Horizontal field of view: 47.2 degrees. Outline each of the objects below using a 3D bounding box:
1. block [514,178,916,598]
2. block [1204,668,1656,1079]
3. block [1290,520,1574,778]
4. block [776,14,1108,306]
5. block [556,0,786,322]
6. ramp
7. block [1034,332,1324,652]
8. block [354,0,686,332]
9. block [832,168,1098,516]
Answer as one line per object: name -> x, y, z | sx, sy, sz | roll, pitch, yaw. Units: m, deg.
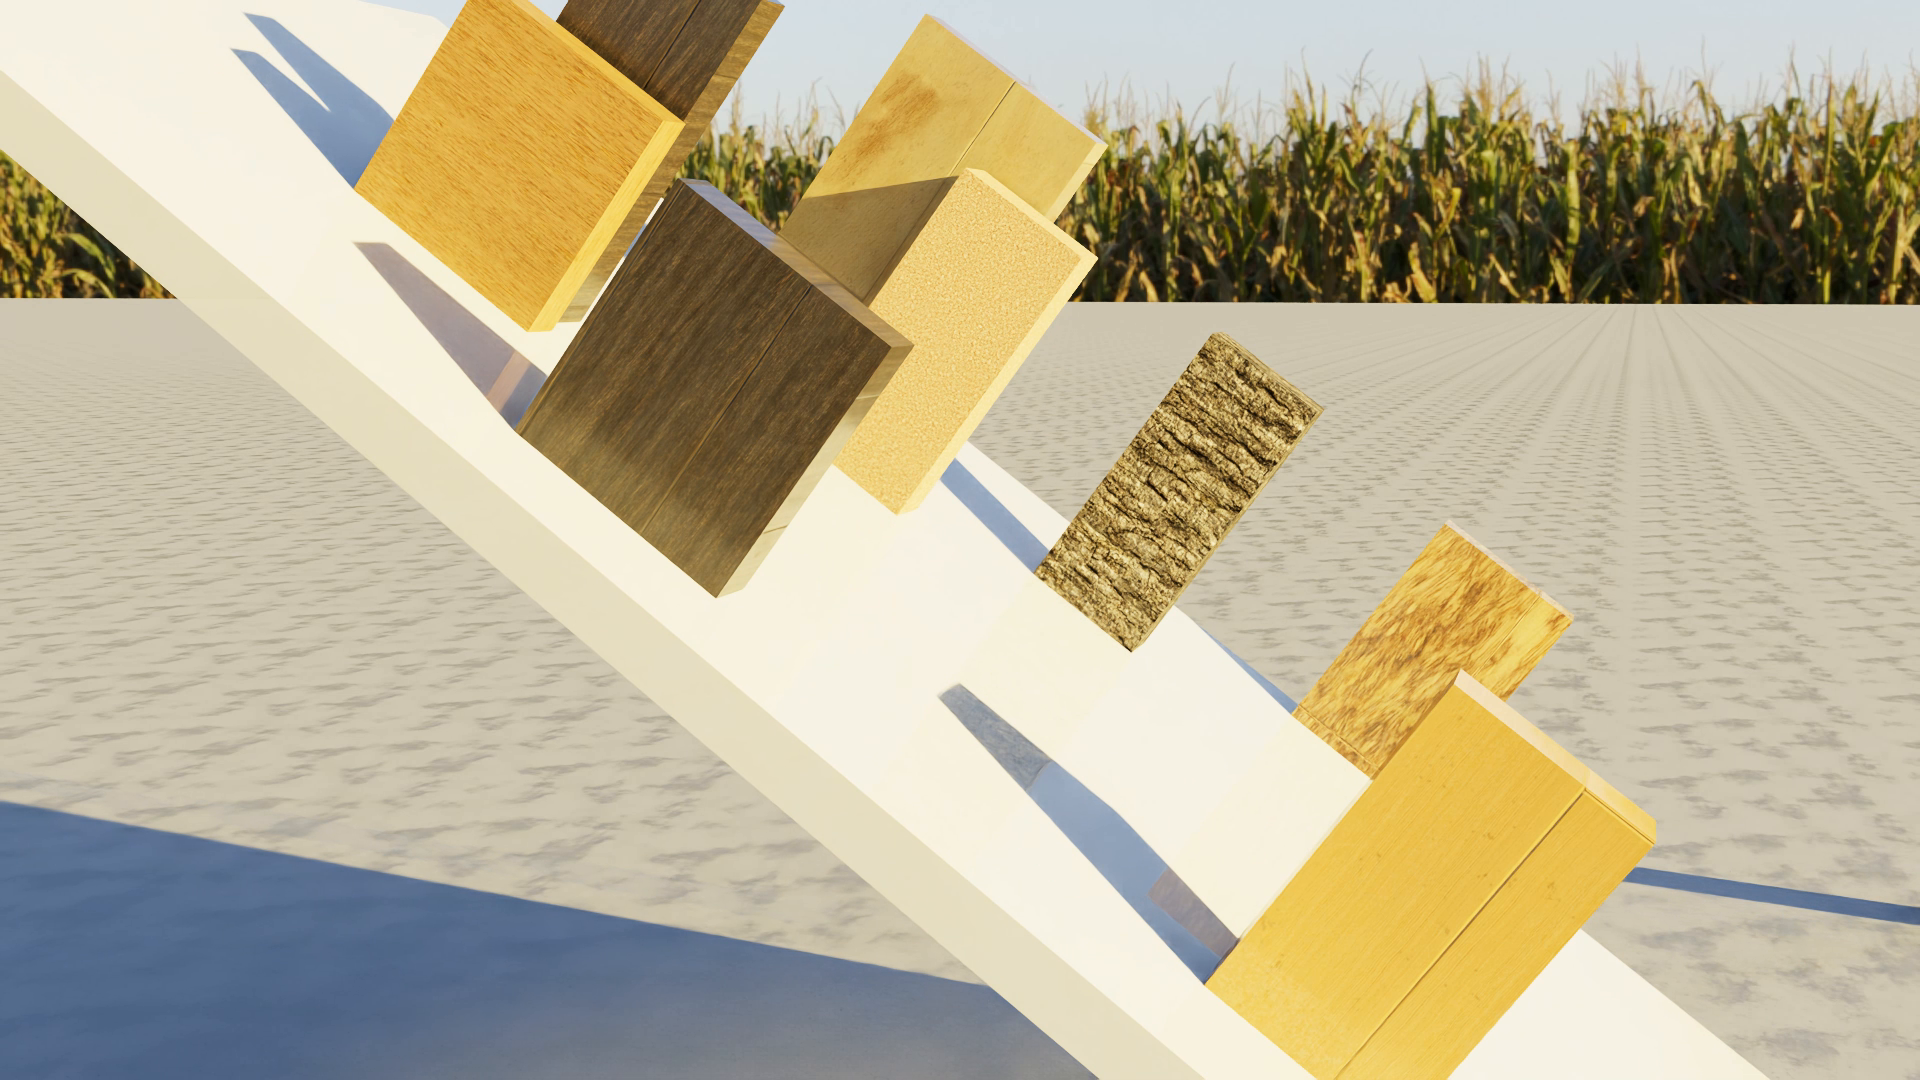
block -> -0.378, -0.231, 3.348 | 0.417, 0.475, 0.108 | 39, 16, 9
block -> 0.676, 0.528, 3.184 | 0.345, 0.584, 0.127 | 39, 16, 9
block -> 1.012, 0.270, 4.727 | 0.331, 0.535, 0.089 | 39, 16, 9
block -> -0.112, -0.589, 4.374 | 0.425, 0.784, 0.097 | 39, 16, 9
block -> -0.634, -0.757, 3.928 | 0.301, 0.689, 0.107 | 39, 16, 9
ramp -> -0.061, 0.122, 4.068 | 4.000, 0.100, 2.000 | 39, 16, 9
block -> 0.438, -0.096, 4.432 | 0.257, 0.611, 0.121 | 39, 16, 9
block -> -0.772, -0.668, 3.835 | 0.418, 0.444, 0.091 | 39, 16, 9
block -> -0.037, -0.379, 4.240 | 0.282, 0.614, 0.126 | 39, 16, 9
